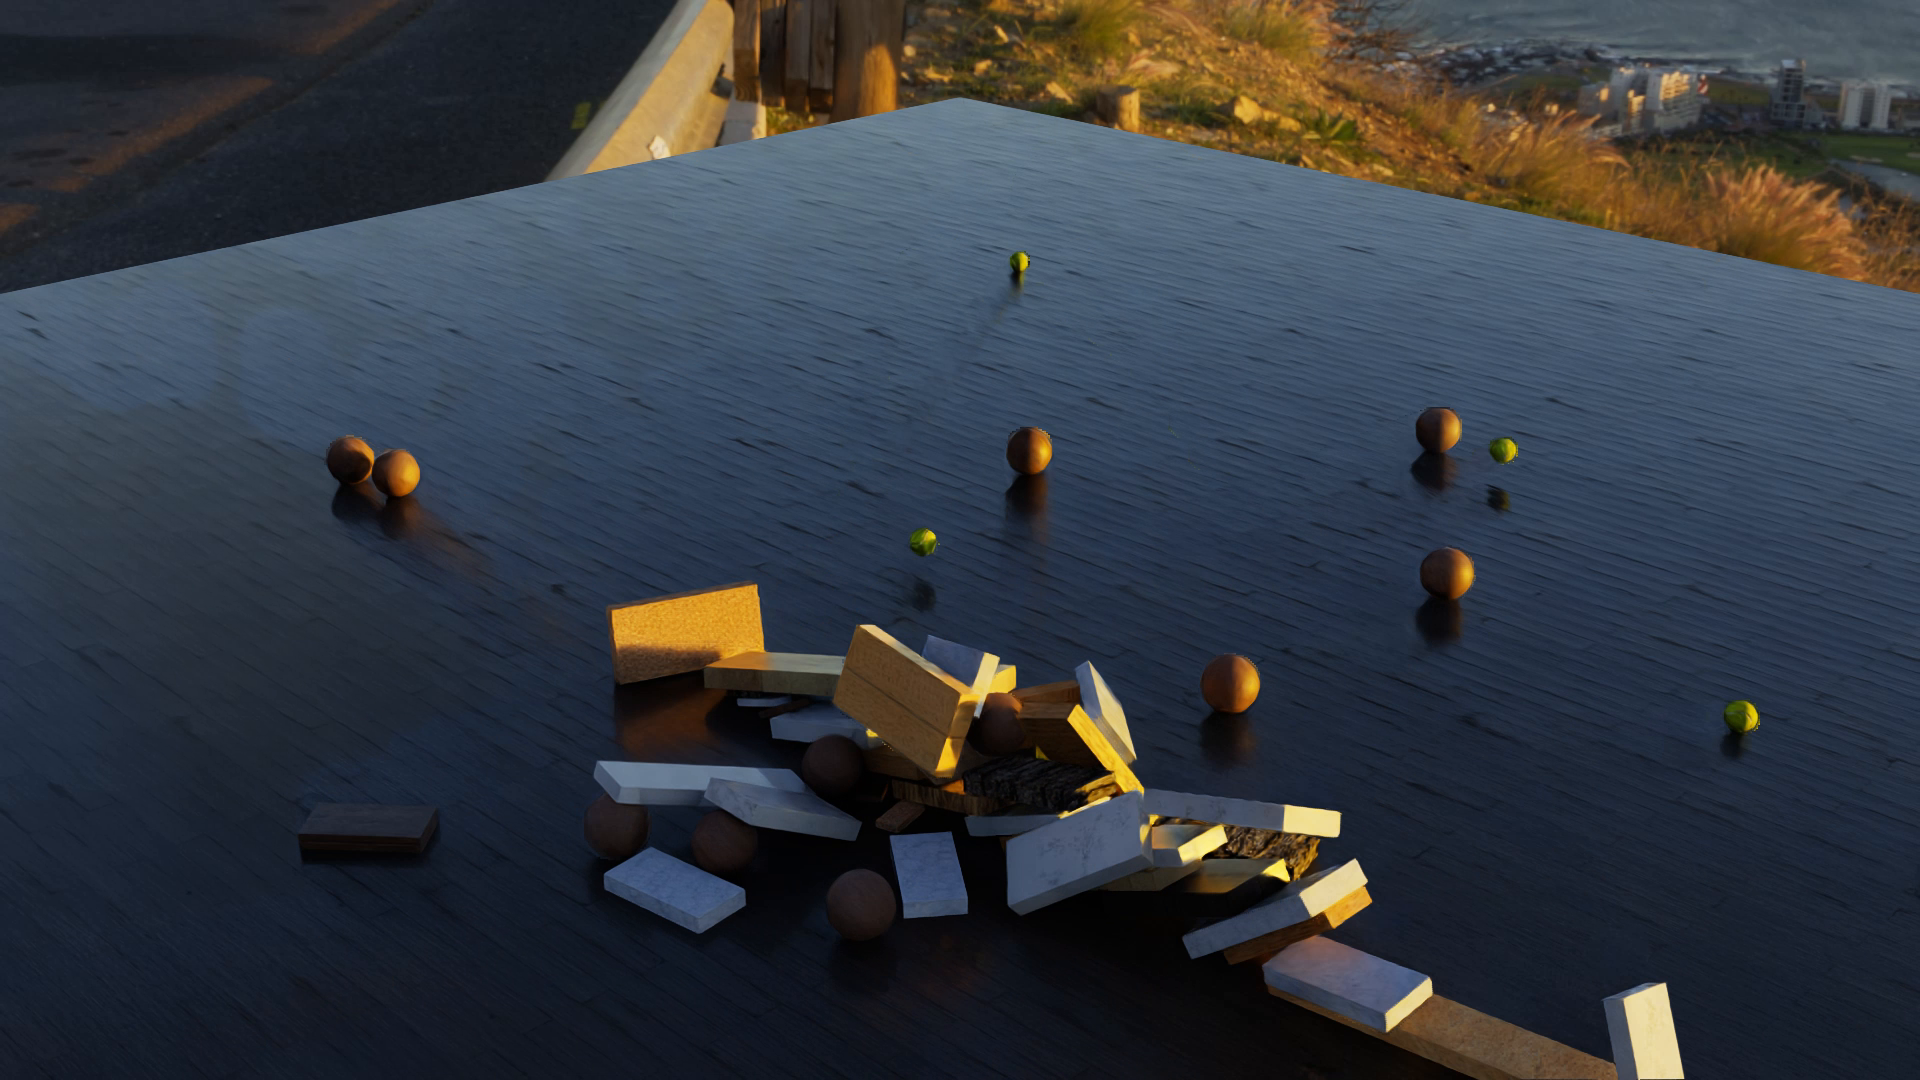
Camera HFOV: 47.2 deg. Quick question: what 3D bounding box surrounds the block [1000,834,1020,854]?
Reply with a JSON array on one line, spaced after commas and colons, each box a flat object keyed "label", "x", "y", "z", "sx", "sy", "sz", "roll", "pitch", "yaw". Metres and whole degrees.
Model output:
[{"label": "block", "x": 0.212, "y": 0.562, "z": 4.253, "sx": 0.256, "sy": 0.036, "sz": 0.128, "roll": -12, "pitch": 7, "yaw": 44}]

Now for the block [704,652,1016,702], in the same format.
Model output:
[{"label": "block", "x": -0.225, "y": 0.299, "z": 4.800, "sx": 0.694, "sy": 0.049, "sz": 0.173, "roll": 1, "pitch": 9, "yaw": 29}]

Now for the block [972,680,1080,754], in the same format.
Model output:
[{"label": "block", "x": 0.136, "y": 0.382, "z": 4.701, "sx": 0.250, "sy": 0.125, "sz": 0.035, "roll": -9, "pitch": 25, "yaw": -20}]

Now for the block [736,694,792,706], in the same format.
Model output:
[{"label": "block", "x": -0.431, "y": 0.354, "z": 4.852, "sx": 0.116, "sy": 0.016, "sz": 0.058, "roll": -3, "pitch": 6, "yaw": 42}]

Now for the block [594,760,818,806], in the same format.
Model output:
[{"label": "block", "x": -0.505, "y": 0.490, "z": 4.389, "sx": 0.439, "sy": 0.035, "sz": 0.122, "roll": 7, "pitch": 16, "yaw": -34}]

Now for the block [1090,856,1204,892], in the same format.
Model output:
[{"label": "block", "x": 0.320, "y": 0.618, "z": 4.128, "sx": 0.128, "sy": 0.036, "sz": 0.257, "roll": -20, "pitch": 6, "yaw": -39}]

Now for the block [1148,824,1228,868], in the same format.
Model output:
[{"label": "block", "x": 0.358, "y": 0.571, "z": 4.100, "sx": 0.128, "sy": 0.036, "sz": 0.257, "roll": -21, "pitch": 7, "yaw": -42}]

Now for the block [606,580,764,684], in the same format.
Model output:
[{"label": "block", "x": -0.626, "y": 0.211, "z": 5.034, "sx": 0.346, "sy": 0.173, "sz": 0.049, "roll": -10, "pitch": 12, "yaw": -22}]

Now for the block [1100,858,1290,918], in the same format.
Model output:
[{"label": "block", "x": 0.428, "y": 0.638, "z": 4.036, "sx": 0.162, "sy": 0.046, "sz": 0.324, "roll": -21, "pitch": 7, "yaw": -40}]

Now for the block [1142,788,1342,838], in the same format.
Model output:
[{"label": "block", "x": 0.505, "y": 0.492, "z": 3.971, "sx": 0.162, "sy": 0.046, "sz": 0.324, "roll": 13, "pitch": -8, "yaw": -43}]

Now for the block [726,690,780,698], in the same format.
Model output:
[{"label": "block", "x": -0.461, "y": 0.336, "z": 4.896, "sx": 0.116, "sy": 0.016, "sz": 0.058, "roll": -1, "pitch": 8, "yaw": 44}]

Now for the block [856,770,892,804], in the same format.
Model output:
[{"label": "block", "x": -0.178, "y": 0.509, "z": 4.542, "sx": 0.052, "sy": 0.015, "sz": 0.104, "roll": 4, "pitch": 23, "yaw": 9}]

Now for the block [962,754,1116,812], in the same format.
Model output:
[{"label": "block", "x": 0.153, "y": 0.470, "z": 4.270, "sx": 0.275, "sy": 0.039, "sz": 0.138, "roll": 5, "pitch": 15, "yaw": 43}]

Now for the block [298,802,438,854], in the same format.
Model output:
[{"label": "block", "x": -1.174, "y": 0.571, "z": 4.370, "sx": 0.244, "sy": 0.035, "sz": 0.122, "roll": 1, "pitch": 23, "yaw": 3}]

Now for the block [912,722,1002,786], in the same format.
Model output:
[{"label": "block", "x": -0.068, "y": 0.377, "z": 4.459, "sx": 0.152, "sy": 0.043, "sz": 0.304, "roll": -12, "pitch": 37, "yaw": -34}]

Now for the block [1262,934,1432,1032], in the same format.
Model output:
[{"label": "block", "x": 0.664, "y": 0.757, "z": 3.784, "sx": 0.130, "sy": 0.037, "sz": 0.259, "roll": -27, "pitch": 28, "yaw": -37}]

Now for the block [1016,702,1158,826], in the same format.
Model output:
[{"label": "block", "x": 0.252, "y": 0.439, "z": 4.303, "sx": 0.146, "sy": 0.313, "sz": 0.041, "roll": -3, "pitch": 42, "yaw": 49}]

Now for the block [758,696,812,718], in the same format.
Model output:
[{"label": "block", "x": -0.382, "y": 0.366, "z": 4.798, "sx": 0.058, "sy": 0.016, "sz": 0.116, "roll": -14, "pitch": -4, "yaw": -44}]

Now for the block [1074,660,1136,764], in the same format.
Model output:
[{"label": "block", "x": 0.311, "y": 0.371, "z": 4.723, "sx": 0.037, "sy": 0.130, "sz": 0.259, "roll": -34, "pitch": 21, "yaw": 10}]

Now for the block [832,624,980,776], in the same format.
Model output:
[{"label": "block", "x": -0.111, "y": 0.315, "z": 4.357, "sx": 0.049, "sy": 0.173, "sz": 0.347, "roll": 7, "pitch": 17, "yaw": -43}]

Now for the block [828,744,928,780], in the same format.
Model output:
[{"label": "block", "x": -0.124, "y": 0.439, "z": 4.556, "sx": 0.152, "sy": 0.043, "sz": 0.304, "roll": -15, "pitch": 11, "yaw": -37}]

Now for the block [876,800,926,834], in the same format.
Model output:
[{"label": "block", "x": -0.120, "y": 0.556, "z": 4.431, "sx": 0.052, "sy": 0.015, "sz": 0.104, "roll": 12, "pitch": 26, "yaw": 29}]

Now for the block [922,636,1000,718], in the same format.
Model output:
[{"label": "block", "x": -0.013, "y": 0.270, "z": 4.390, "sx": 0.035, "sy": 0.125, "sz": 0.250, "roll": 21, "pitch": -5, "yaw": -27}]

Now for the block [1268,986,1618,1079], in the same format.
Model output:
[{"label": "block", "x": 0.821, "y": 0.831, "z": 3.720, "sx": 0.627, "sy": 0.036, "sz": 0.129, "roll": 16, "pitch": 28, "yaw": 39}]

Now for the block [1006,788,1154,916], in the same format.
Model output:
[{"label": "block", "x": 0.219, "y": 0.580, "z": 4.082, "sx": 0.292, "sy": 0.041, "sz": 0.146, "roll": -25, "pitch": 42, "yaw": 25}]

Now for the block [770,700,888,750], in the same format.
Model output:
[{"label": "block", "x": -0.245, "y": 0.392, "z": 4.672, "sx": 0.304, "sy": 0.043, "sz": 0.152, "roll": 2, "pitch": 14, "yaw": 44}]

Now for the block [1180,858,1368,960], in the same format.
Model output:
[{"label": "block", "x": 0.555, "y": 0.657, "z": 3.906, "sx": 0.162, "sy": 0.046, "sz": 0.324, "roll": -21, "pitch": -8, "yaw": -40}]

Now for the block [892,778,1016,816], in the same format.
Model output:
[{"label": "block", "x": 0.001, "y": 0.500, "z": 4.430, "sx": 0.138, "sy": 0.039, "sz": 0.275, "roll": -14, "pitch": 11, "yaw": -37}]

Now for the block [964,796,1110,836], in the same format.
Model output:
[{"label": "block", "x": 0.151, "y": 0.535, "z": 4.311, "sx": 0.138, "sy": 0.039, "sz": 0.275, "roll": -21, "pitch": 7, "yaw": -40}]

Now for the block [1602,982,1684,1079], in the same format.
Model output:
[{"label": "block", "x": 1.083, "y": 0.836, "z": 3.449, "sx": 0.129, "sy": 0.257, "sz": 0.036, "roll": -4, "pitch": -7, "yaw": -43}]

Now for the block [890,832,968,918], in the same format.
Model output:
[{"label": "block", "x": -0.062, "y": 0.639, "z": 4.210, "sx": 0.122, "sy": 0.035, "sz": 0.244, "roll": -3, "pitch": 23, "yaw": -7}]

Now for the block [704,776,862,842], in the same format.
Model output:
[{"label": "block", "x": -0.344, "y": 0.527, "z": 4.294, "sx": 0.146, "sy": 0.041, "sz": 0.292, "roll": 23, "pitch": 3, "yaw": 42}]

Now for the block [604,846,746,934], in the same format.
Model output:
[{"label": "block", "x": -0.540, "y": 0.661, "z": 4.158, "sx": 0.250, "sy": 0.035, "sz": 0.125, "roll": 17, "pitch": 28, "yaw": 35}]

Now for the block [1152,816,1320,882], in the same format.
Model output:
[{"label": "block", "x": 0.523, "y": 0.589, "z": 4.326, "sx": 0.336, "sy": 0.037, "sz": 0.130, "roll": 13, "pitch": 26, "yaw": 28}]

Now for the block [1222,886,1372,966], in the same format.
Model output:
[{"label": "block", "x": 0.595, "y": 0.682, "z": 3.897, "sx": 0.129, "sy": 0.036, "sz": 0.257, "roll": -20, "pitch": -9, "yaw": -45}]
